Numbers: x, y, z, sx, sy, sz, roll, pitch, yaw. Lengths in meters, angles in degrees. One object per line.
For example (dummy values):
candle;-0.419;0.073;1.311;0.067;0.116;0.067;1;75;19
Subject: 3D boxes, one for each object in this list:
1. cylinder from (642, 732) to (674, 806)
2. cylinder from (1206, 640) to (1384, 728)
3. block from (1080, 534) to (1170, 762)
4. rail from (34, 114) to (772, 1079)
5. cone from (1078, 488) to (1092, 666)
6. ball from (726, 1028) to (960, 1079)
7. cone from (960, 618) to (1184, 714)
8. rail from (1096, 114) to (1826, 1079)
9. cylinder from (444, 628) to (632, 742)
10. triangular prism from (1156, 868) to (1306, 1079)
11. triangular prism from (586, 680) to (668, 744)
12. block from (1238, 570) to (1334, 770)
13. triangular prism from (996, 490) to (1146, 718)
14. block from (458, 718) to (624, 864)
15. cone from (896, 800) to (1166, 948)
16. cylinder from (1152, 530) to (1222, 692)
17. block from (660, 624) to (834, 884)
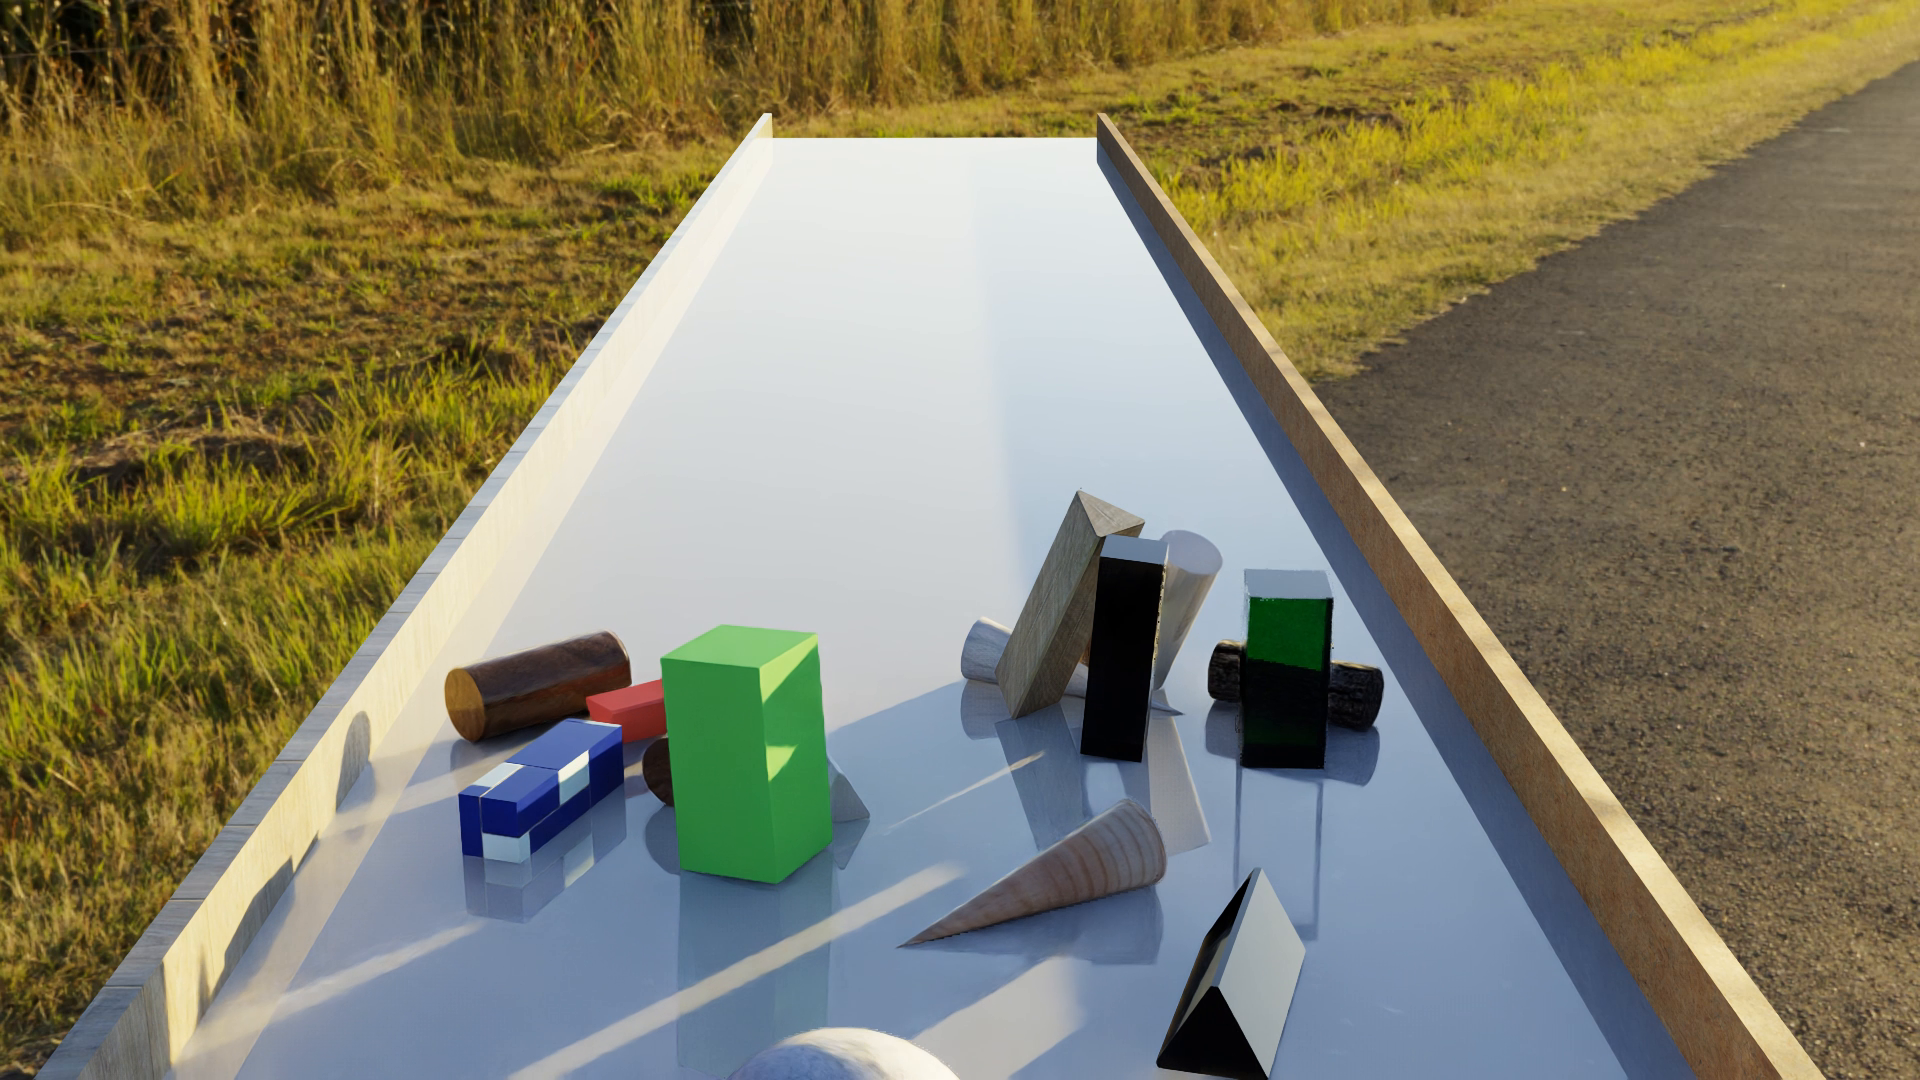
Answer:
cylinder;-0.421;0.348;3.832;0.125;0.125;0.317;6;18;20
cylinder;0.627;0.269;4.122;0.306;0.114;0.114;10;19;29
block;0.291;0.192;3.887;0.110;0.381;0.110;8;22;8
rail;-1.118;-0.838;7.780;0.050;0.150;12.000;0;17;-1
cone;0.242;0.065;4.371;0.141;0.346;0.141;-2;9;0
ball;-0.124;0.688;2.311;0.343;0.343;0.343;0;17;0
cone;0.228;0.269;4.212;0.447;0.126;0.126;16;22;23
rail;0.932;-0.844;7.801;0.050;0.150;12.000;0;17;-1
cylinder;-0.781;0.267;4.085;0.317;0.139;0.139;-15;22;-41
triangular prism;0.380;0.585;3.026;0.146;0.127;0.373;5;17;15
triangular prism;-0.491;0.286;4.043;0.373;0.098;0.085;-12;-10;-36
block;0.573;0.228;3.888;0.143;0.320;0.143;1;19;3
triangular prism;0.178;0.115;4.055;0.133;0.439;0.116;-17;50;-45
block;-0.691;0.412;3.658;0.105;0.105;0.353;6;17;19
cone;0.091;0.532;3.317;0.444;0.138;0.138;-19;24;-27
cylinder;0.385;0.137;4.183;0.124;0.310;0.124;13;38;-11
block;-0.333;0.334;3.469;0.178;0.352;0.178;4;17;26
